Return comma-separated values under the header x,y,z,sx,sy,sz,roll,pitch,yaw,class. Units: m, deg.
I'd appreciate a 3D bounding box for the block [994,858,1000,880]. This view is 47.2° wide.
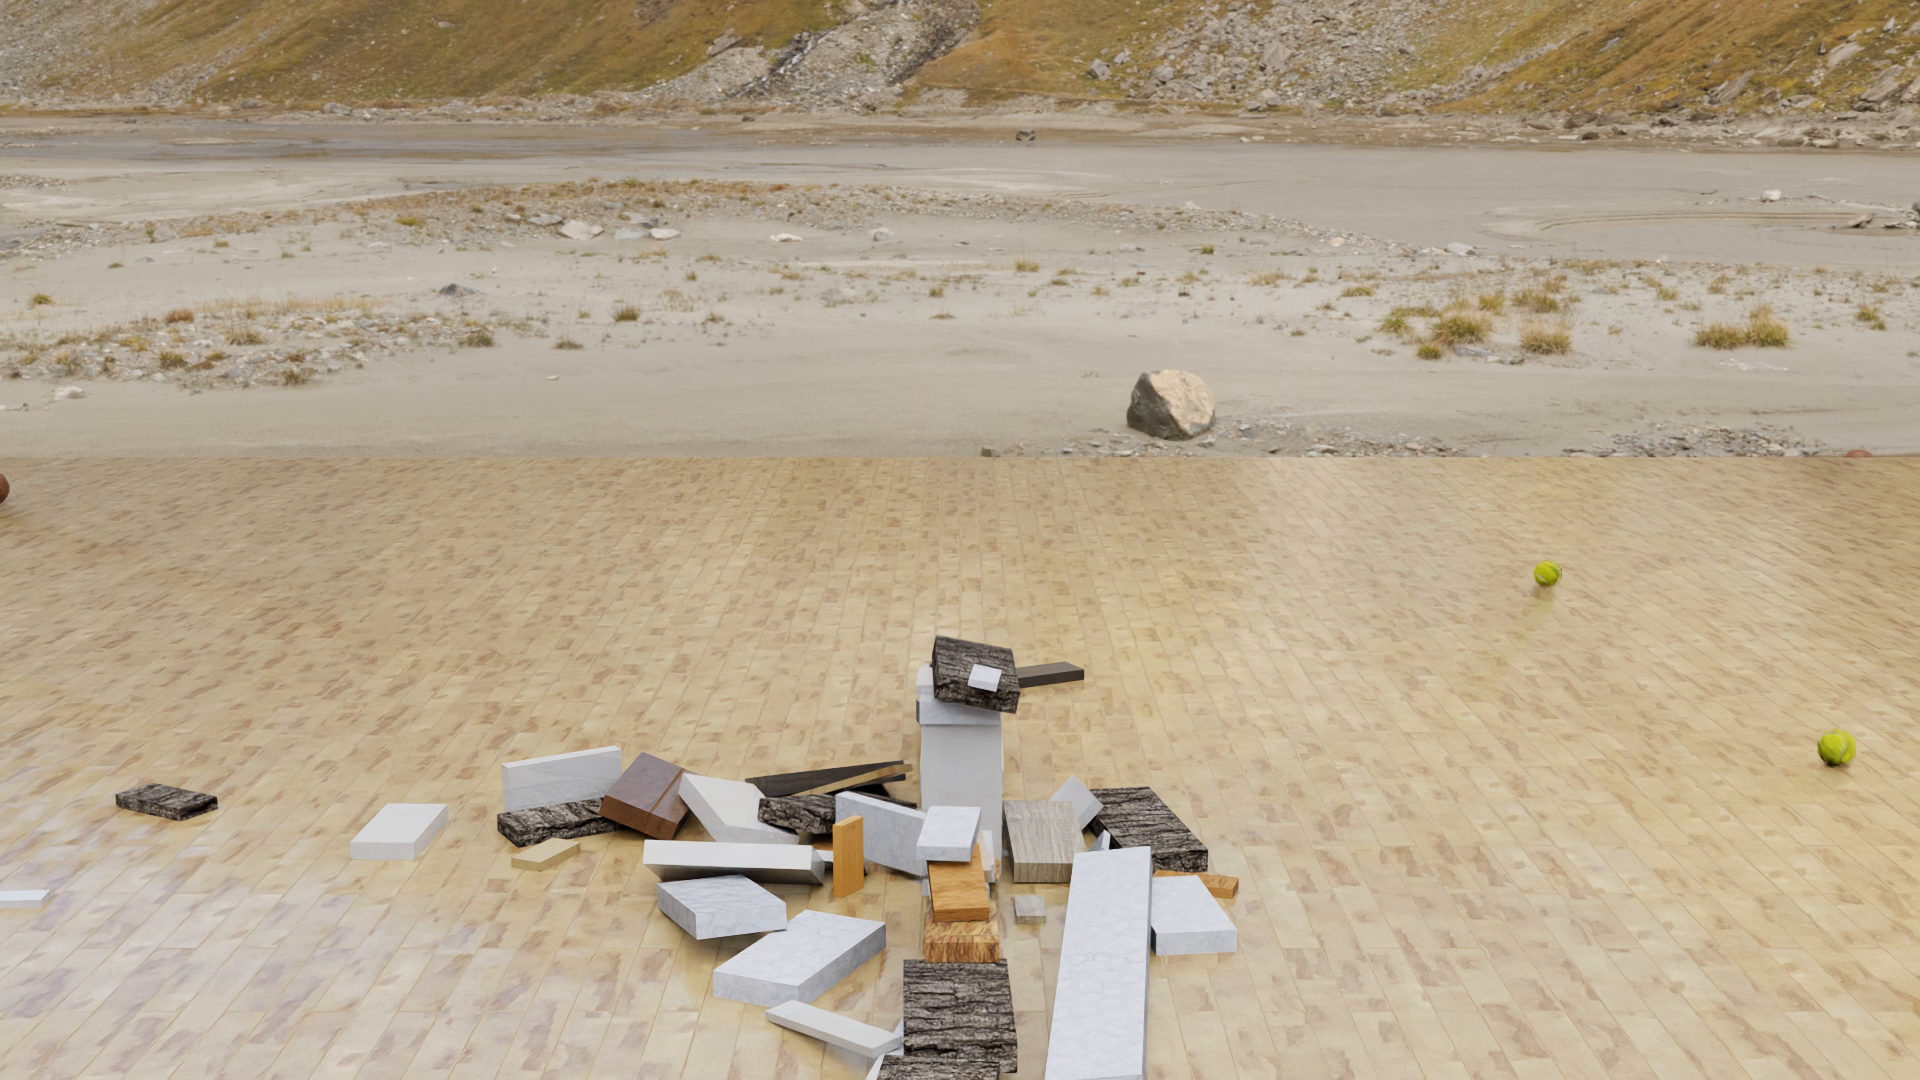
x,y,z,sx,sy,sz,roll,pitch,yaw,class
0.013,0.545,3.650,0.101,0.029,0.202,1,-7,0,block

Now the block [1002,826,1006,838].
x,y,z,sx,sy,sz,roll,pitch,yaw,class
0.125,0.526,3.952,0.078,0.022,0.157,-4,11,-22,block

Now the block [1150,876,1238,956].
x,y,z,sx,sy,sz,roll,pitch,yaw,class
0.348,0.599,3.522,0.127,0.036,0.255,-1,11,-8,block

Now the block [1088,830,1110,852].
x,y,z,sx,sy,sz,roll,pitch,yaw,class
0.240,0.539,3.815,0.014,0.048,0.095,37,12,-1,block

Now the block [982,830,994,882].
x,y,z,sx,sy,sz,roll,pitch,yaw,class
0.002,0.502,3.495,0.101,0.029,0.202,0,7,-1,block

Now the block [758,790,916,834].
x,y,z,sx,sy,sz,roll,pitch,yaw,class
-0.218,0.488,3.954,0.137,0.039,0.289,7,1,34,block

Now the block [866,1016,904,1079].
x,y,z,sx,sy,sz,roll,pitch,yaw,class
-0.029,0.704,2.938,0.149,0.042,0.297,2,11,12,block

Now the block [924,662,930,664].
x,y,z,sx,sy,sz,roll,pitch,yaw,class
-0.021,0.305,4.751,0.088,0.025,0.844,0,1,-3,block

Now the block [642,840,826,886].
x,y,z,sx,sy,sz,roll,pitch,yaw,class
-0.375,0.538,3.665,0.279,0.040,0.139,1,-19,6,block

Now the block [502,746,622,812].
x,y,z,sx,sy,sz,roll,pitch,yaw,class
-0.737,0.456,4.084,0.224,0.112,0.032,-7,12,-32,block

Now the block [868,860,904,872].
x,y,z,sx,sy,sz,roll,pitch,yaw,class
-0.135,0.557,3.803,0.114,0.016,0.057,0,11,1,block

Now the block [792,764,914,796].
x,y,z,sx,sy,sz,roll,pitch,yaw,class
-0.218,0.452,4.032,0.314,0.014,0.048,-20,-14,37,block

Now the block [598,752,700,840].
x,y,z,sx,sy,sz,roll,pitch,yaw,class
-0.562,0.473,4.062,0.139,0.040,0.279,22,12,1,block

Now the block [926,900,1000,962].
x,y,z,sx,sy,sz,roll,pitch,yaw,class
0.002,0.575,3.237,0.104,0.030,0.209,0,7,-1,block

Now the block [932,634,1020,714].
x,y,z,sx,sy,sz,roll,pitch,yaw,class
0.025,0.228,3.758,0.137,0.039,0.274,11,12,-4,block

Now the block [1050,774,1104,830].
x,y,z,sx,sy,sz,roll,pitch,yaw,class
0.209,0.486,4.030,0.022,0.078,0.157,43,-1,-16,block

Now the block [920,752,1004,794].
x,y,z,sx,sy,sz,roll,pitch,yaw,class
0.004,0.420,4.219,0.156,0.044,0.312,0,11,0,block

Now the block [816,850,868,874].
x,y,z,sx,sy,sz,roll,pitch,yaw,class
-0.221,0.547,3.746,0.124,0.018,0.062,4,-24,7,block

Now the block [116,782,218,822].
x,y,z,sx,sy,sz,roll,pitch,yaw,class
-1.490,0.492,4.131,0.175,0.025,0.088,6,12,30,block

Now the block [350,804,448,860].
x,y,z,sx,sy,sz,roll,pitch,yaw,class
-1.004,0.522,3.947,0.112,0.032,0.224,0,11,2,block

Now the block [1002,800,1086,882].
x,y,z,sx,sy,sz,roll,pitch,yaw,class
0.147,0.523,3.833,0.127,0.036,0.255,1,17,-4,block

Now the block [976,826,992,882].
x,y,z,sx,sy,sz,roll,pitch,yaw,class
-0.003,0.477,3.414,0.081,0.023,0.162,-3,28,-7,block

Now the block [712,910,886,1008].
x,y,z,sx,sy,sz,roll,pitch,yaw,class
-0.239,0.633,3.326,0.142,0.040,0.283,5,12,24,block

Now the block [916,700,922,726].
x,y,z,sx,sy,sz,roll,pitch,yaw,class
-0.006,0.352,4.487,0.156,0.044,0.312,0,-2,-3,block

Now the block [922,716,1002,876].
x,y,z,sx,sy,sz,roll,pitch,yaw,class
0.003,0.437,3.751,0.135,0.271,0.038,0,11,0,block

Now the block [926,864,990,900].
x,y,z,sx,sy,sz,roll,pitch,yaw,class
-0.005,0.535,3.455,0.090,0.026,0.181,0,8,-3,block

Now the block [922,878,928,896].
x,y,z,sx,sy,sz,roll,pitch,yaw,class
-0.012,0.565,3.591,0.090,0.026,0.181,0,-7,2,block

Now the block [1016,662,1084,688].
x,y,z,sx,sy,sz,roll,pitch,yaw,class
0.190,0.312,5.095,0.175,0.025,0.088,-6,12,-28,block

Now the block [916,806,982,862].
x,y,z,sx,sy,sz,roll,pitch,yaw,class
-0.016,0.450,3.375,0.081,0.023,0.162,1,15,6,block

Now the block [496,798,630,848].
x,y,z,sx,sy,sz,roll,pitch,yaw,class
-0.716,0.512,4.004,0.224,0.032,0.112,-6,12,-30,block

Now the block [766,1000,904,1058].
x,y,z,sx,sy,sz,roll,pitch,yaw,class
-0.178,0.675,3.045,0.048,0.014,0.280,-17,10,-34,block

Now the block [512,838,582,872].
x,y,z,sx,sy,sz,roll,pitch,yaw,class
-0.722,0.549,3.841,0.061,0.017,0.122,5,12,25,block

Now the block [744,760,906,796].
x,y,z,sx,sy,sz,roll,pitch,yaw,class
-0.256,0.455,4.180,0.274,0.039,0.137,-4,-6,-22,block

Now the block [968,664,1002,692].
x,y,z,sx,sy,sz,roll,pitch,yaw,class
0.041,0.228,3.641,0.048,0.014,0.095,13,12,3,block

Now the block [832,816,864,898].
x,y,z,sx,sy,sz,roll,pitch,yaw,class
-0.186,0.528,3.665,0.018,0.124,0.062,7,12,32,block

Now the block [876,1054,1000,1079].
x,y,z,sx,sy,sz,roll,pitch,yaw,class
-0.047,0.730,2.671,0.148,0.042,0.297,2,20,9,block

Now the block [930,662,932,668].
x,y,z,sx,sy,sz,roll,pitch,yaw,class
-0.013,0.218,3.927,0.057,0.016,0.114,2,11,13,block

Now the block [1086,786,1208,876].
x,y,z,sx,sy,sz,roll,pitch,yaw,class
0.320,0.519,3.943,0.142,0.040,0.379,-2,11,-11,block

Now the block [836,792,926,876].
x,y,z,sx,sy,sz,roll,pitch,yaw,class
-0.131,0.503,3.772,0.203,0.101,0.029,9,14,40,block

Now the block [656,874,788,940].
x,y,z,sx,sy,sz,roll,pitch,yaw,class
-0.381,0.580,3.491,0.142,0.040,0.283,-4,2,-20,block

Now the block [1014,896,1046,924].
x,y,z,sx,sy,sz,roll,pitch,yaw,class
0.114,0.601,3.574,0.048,0.014,0.095,0,11,-1,block

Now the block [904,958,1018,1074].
x,y,z,sx,sy,sz,roll,pitch,yaw,class
-0.003,0.648,3.009,0.149,0.042,0.297,0,11,-1,block

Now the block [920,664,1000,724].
x,y,z,sx,sy,sz,roll,pitch,yaw,class
0.002,0.266,3.822,0.135,0.038,0.271,0,11,1,block

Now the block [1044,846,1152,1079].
x,y,z,sx,sy,sz,roll,pitch,yaw,class
0.216,0.624,3.264,0.127,0.036,0.846,-7,12,7,block

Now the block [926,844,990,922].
x,y,z,sx,sy,sz,roll,pitch,yaw,class
-0.005,0.512,3.296,0.081,0.023,0.162,-2,27,-4,block

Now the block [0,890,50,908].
x,y,z,sx,sy,sz,roll,pitch,yaw,class
-1.554,0.592,3.620,0.096,0.014,0.048,-1,11,-4,block

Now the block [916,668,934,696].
x,y,z,sx,sy,sz,roll,pitch,yaw,class
-0.042,0.243,3.792,0.062,0.018,0.124,0,11,2,block

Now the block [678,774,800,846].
x,y,z,sx,sy,sz,roll,pitch,yaw,class
-0.400,0.493,3.955,0.140,0.040,0.290,12,7,-24,block

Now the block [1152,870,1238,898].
x,y,z,sx,sy,sz,roll,pitch,yaw,class
0.393,0.577,3.689,0.140,0.017,0.061,3,11,16,block

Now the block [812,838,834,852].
x,y,z,sx,sy,sz,roll,pitch,yaw,class
-0.234,0.549,3.843,0.061,0.017,0.122,2,11,11,block
